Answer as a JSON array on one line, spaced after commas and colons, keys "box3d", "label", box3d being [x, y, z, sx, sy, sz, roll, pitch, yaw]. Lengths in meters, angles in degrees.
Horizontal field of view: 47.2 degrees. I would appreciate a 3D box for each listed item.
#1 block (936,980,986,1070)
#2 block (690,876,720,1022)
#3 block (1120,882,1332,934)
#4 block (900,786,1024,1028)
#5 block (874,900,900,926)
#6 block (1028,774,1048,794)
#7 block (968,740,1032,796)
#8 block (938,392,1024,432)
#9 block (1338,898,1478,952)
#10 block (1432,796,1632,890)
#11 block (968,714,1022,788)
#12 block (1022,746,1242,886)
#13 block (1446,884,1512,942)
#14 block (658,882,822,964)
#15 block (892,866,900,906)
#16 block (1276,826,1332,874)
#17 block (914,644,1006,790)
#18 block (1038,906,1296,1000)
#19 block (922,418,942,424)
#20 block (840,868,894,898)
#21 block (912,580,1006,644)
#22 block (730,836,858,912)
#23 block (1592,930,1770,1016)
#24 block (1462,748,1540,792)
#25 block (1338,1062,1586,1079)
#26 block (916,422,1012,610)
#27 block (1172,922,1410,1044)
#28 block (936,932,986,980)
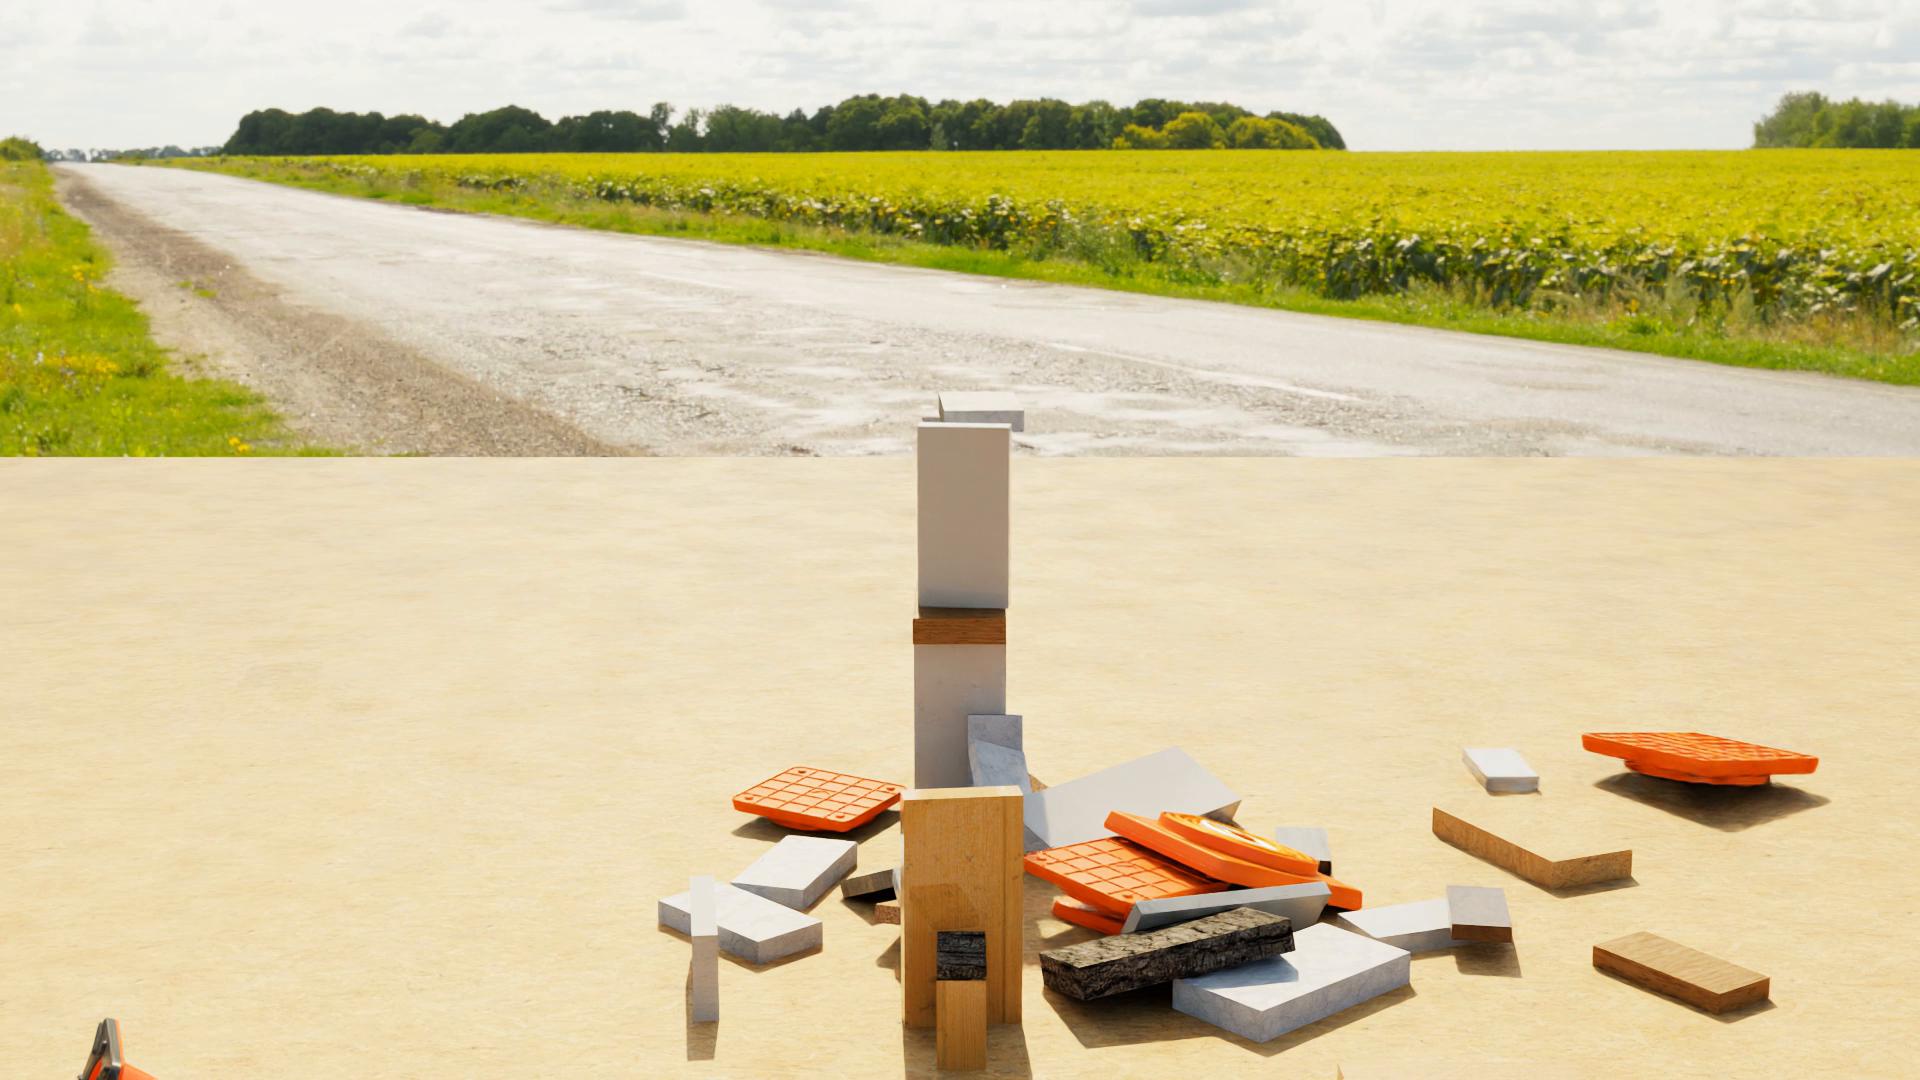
[{"box3d": [0.002, 0.651, 2.977, 0.067, 0.133, 0.019, 0, 11, 0], "label": "block"}, {"box3d": [-0.379, 0.601, 3.257, 0.036, 0.129, 0.257, -1, 11, -7], "label": "block"}, {"box3d": [0.412, 0.583, 3.410, 0.341, 0.090, 0.025, -2, 42, -25], "label": "block"}, {"box3d": [0.002, 0.521, 3.121, 0.168, 0.337, 0.048, -1, 11, -7], "label": "block"}, {"box3d": [-0.050, 0.588, 3.479, 0.097, 0.028, 0.194, 4, -3, 22], "label": "block"}, {"box3d": [0.091, 0.480, 3.917, 0.100, 0.028, 0.201, 34, 33, 5], "label": "block"}, {"box3d": [0.077, 0.445, 3.900, 0.100, 0.028, 0.201, 17, 35, -21], "label": "block"}, {"box3d": [0.039, -0.253, 4.327, 0.152, 0.043, 0.304, 0, 11, -2], "label": "block"}, {"box3d": [0.726, 0.610, 3.472, 0.230, 0.033, 0.115, -4, 11, -20], "label": "block"}, {"box3d": [1.002, 0.528, 3.871, 0.168, 0.048, 0.337, -5, 11, -23], "label": "block"}, {"box3d": [0.064, 0.420, 4.028, 0.100, 0.201, 0.028, 0, -1, 1], "label": "block"}, {"box3d": [0.288, 0.484, 3.919, 0.494, 0.048, 0.168, -11, 41, -46], "label": "block"}, {"box3d": [0.812, 0.585, 3.447, 0.090, 0.025, 0.179, 2, 11, 9], "label": "block"}, {"box3d": [-0.350, 0.605, 3.488, 0.129, 0.036, 0.257, -10, 14, -43], "label": "block"}, {"box3d": [-0.037, 0.570, 3.347, 0.097, 0.028, 0.194, -3, 34, -13], "label": "block"}, {"box3d": [0.600, 0.543, 3.851, 0.090, 0.025, 0.179, 1, 11, 7], "label": "block"}, {"box3d": [0.001, 0.343, 4.074, 0.169, 0.338, 0.048, 0, 11, 1], "label": "block"}, {"box3d": [0.305, 0.609, 3.250, 0.337, 0.048, 0.168, -9, 0, -18], "label": "block"}, {"box3d": [0.000, 0.100, 4.426, 0.152, 0.691, 0.043, 0, 0, 0], "label": "block"}, {"box3d": [-0.089, 0.557, 3.669, 0.201, 0.028, 0.100, -8, -9, -36], "label": "block"}, {"box3d": [-0.001, 0.134, 4.138, 0.169, 0.048, 0.338, 0, 11, 0], "label": "block"}, {"box3d": [-0.279, 0.561, 3.723, 0.129, 0.036, 0.257, 3, 11, 17], "label": "block"}, {"box3d": [1.075, 0.645, 3.286, 0.115, 0.033, 0.230, -7, 13, -33], "label": "block"}, {"box3d": [1.064, 0.452, 4.335, 0.100, 0.028, 0.201, 0, 11, -1], "label": "block"}, {"box3d": [0.654, 0.724, 2.825, 0.312, 0.044, 0.156, 0, 11, 0], "label": "block"}, {"box3d": [0.008, -0.044, 4.046, 0.168, 0.337, 0.048, 1, 11, 7], "label": "block"}, {"box3d": [0.490, 0.647, 3.233, 0.337, 0.048, 0.168, -9, 14, -41], "label": "block"}, {"box3d": [0.002, 0.568, 3.006, 0.067, 0.019, 0.133, 0, 11, 0], "label": "block"}]
